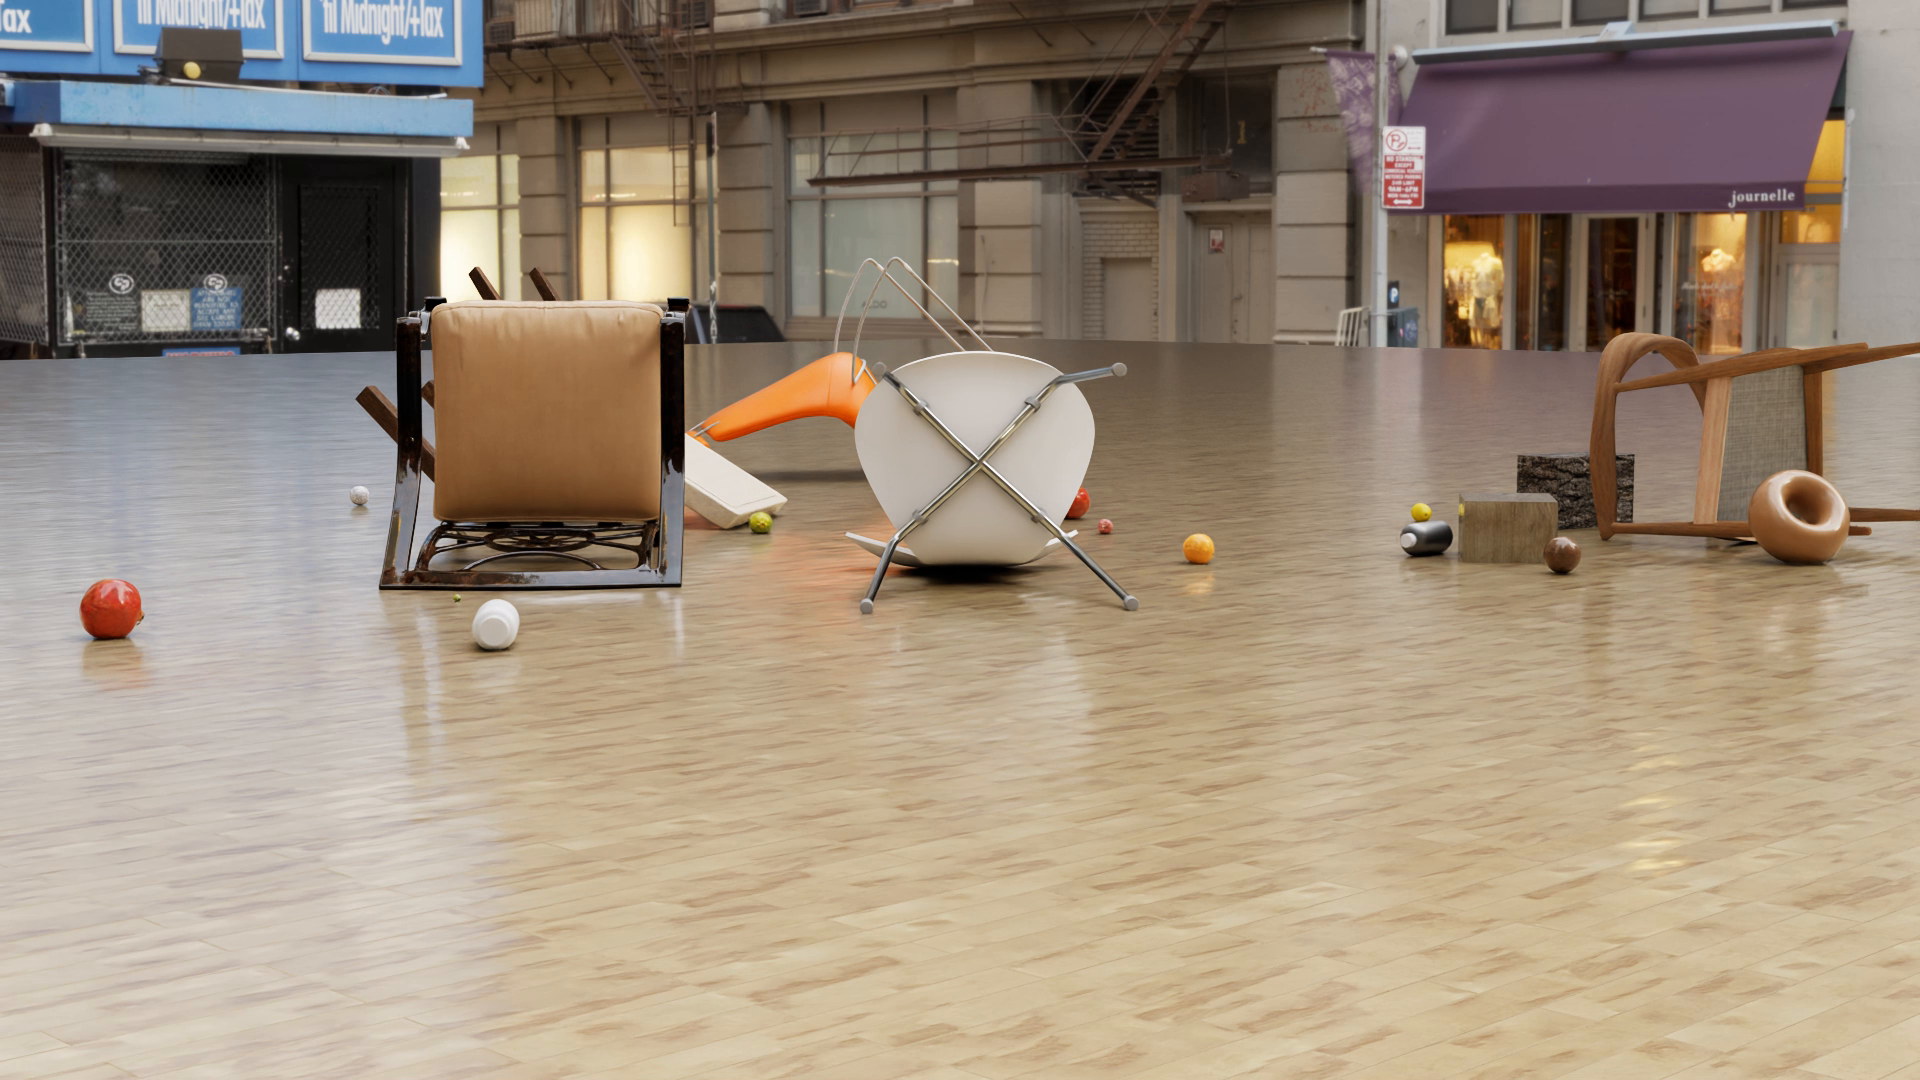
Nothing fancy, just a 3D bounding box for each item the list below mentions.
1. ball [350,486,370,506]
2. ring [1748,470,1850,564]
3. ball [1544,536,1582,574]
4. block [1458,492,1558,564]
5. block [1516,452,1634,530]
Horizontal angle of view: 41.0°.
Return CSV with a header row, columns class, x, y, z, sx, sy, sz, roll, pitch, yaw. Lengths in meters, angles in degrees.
class,x,y,z,sx,sy,sz,roll,pitch,yaw
ball,-1.726,-0.128,7.379,0.057,0.057,0.057,0,6,0
ring,1.938,-0.052,5.927,0.231,0.118,0.242,19,52,3
ball,1.336,0.032,5.693,0.083,0.083,0.083,0,6,0
block,1.281,-0.030,6.009,0.210,0.142,0.244,1,6,8
block,1.628,-0.133,6.787,0.283,0.187,0.145,-4,7,-32
